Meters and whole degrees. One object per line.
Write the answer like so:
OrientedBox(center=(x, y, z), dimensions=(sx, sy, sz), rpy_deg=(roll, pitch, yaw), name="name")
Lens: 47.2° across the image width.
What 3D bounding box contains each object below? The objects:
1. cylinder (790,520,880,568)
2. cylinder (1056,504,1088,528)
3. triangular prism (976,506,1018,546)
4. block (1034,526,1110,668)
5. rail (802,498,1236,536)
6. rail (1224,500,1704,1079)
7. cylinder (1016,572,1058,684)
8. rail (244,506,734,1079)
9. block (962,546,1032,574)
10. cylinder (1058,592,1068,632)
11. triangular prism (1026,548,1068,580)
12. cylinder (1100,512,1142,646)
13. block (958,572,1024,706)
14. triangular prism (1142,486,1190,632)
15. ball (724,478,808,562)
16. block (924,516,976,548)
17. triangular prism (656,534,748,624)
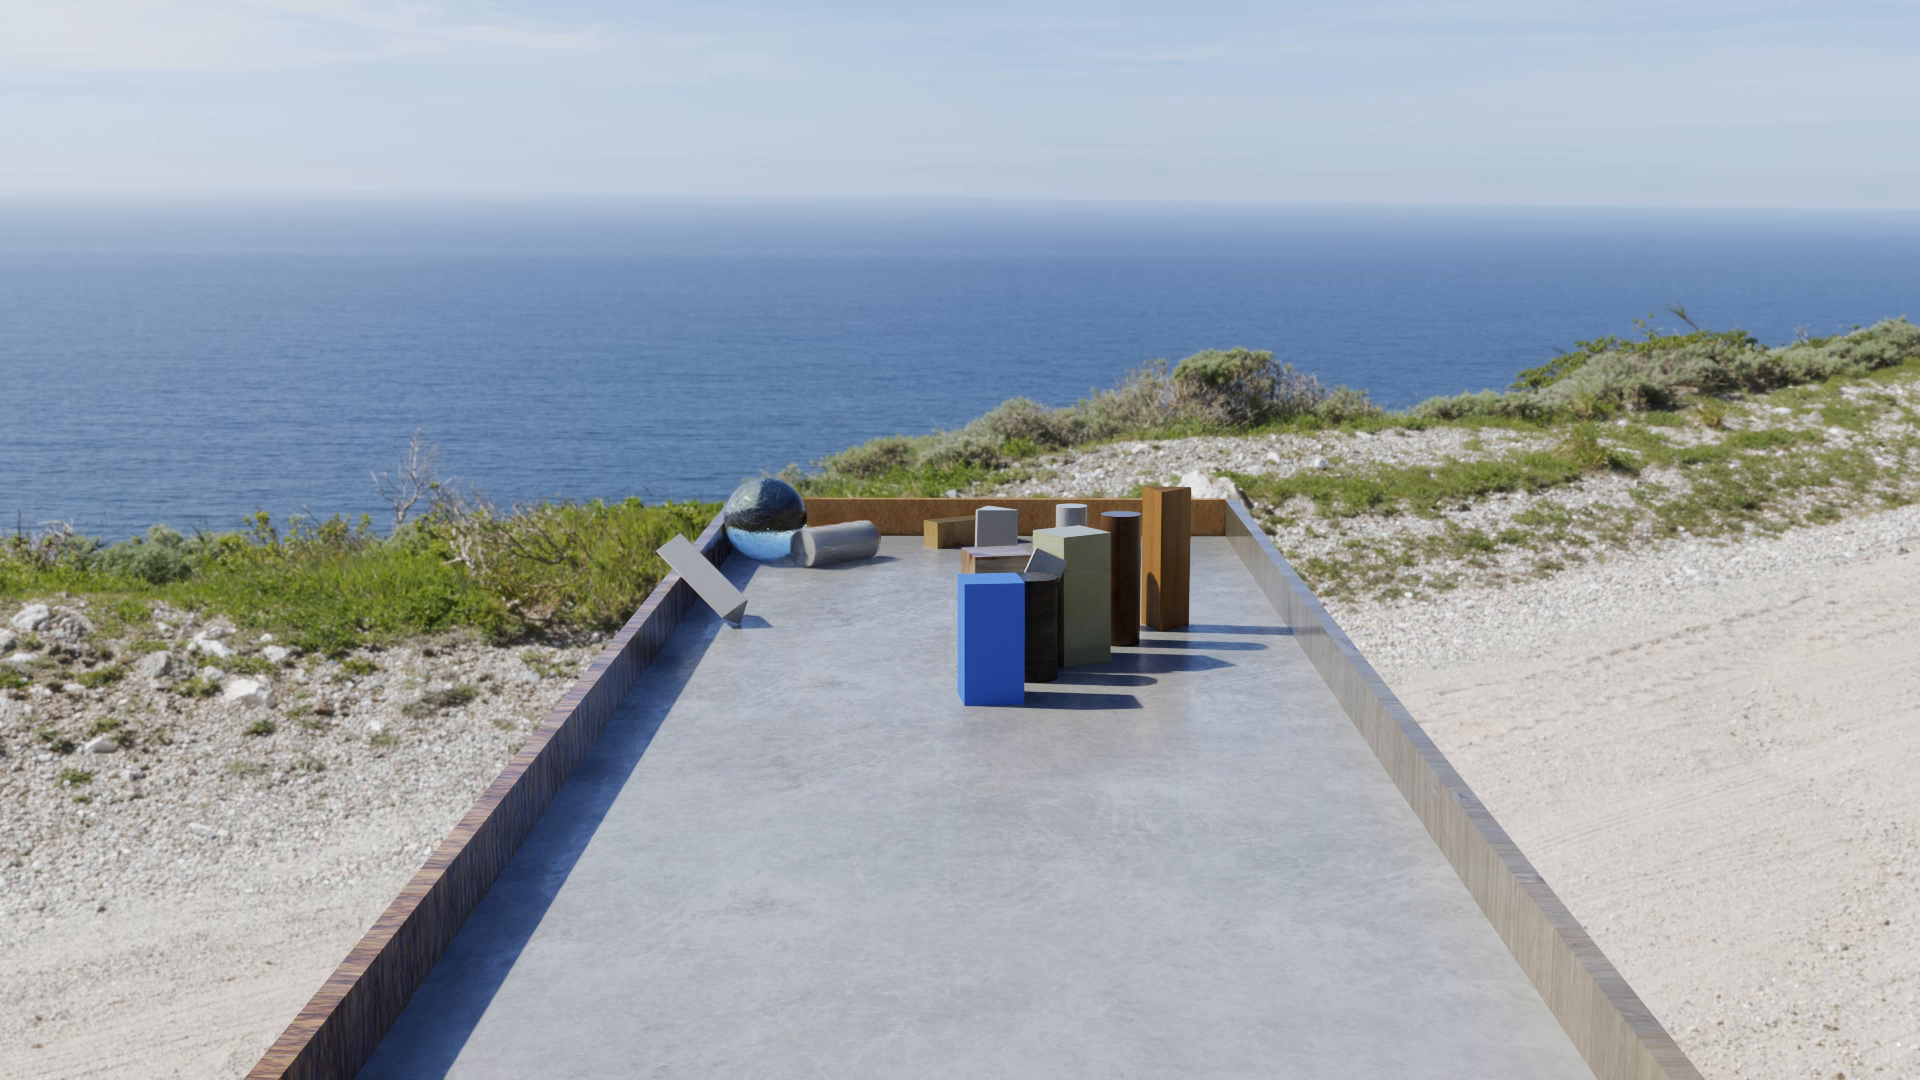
OrientedBox(center=(-0.480, 0.014, 8.452), dimensions=(0.147, 0.147, 0.329), rpy_deg=(9, 13, 44), name="cylinder")
OrientedBox(center=(0.363, 0.086, 7.189), dimensions=(0.102, 0.400, 0.102), rpy_deg=(0, 9, 0), name="cylinder")
OrientedBox(center=(0.102, 0.088, 7.202), dimensions=(0.140, 0.389, 0.121), rpy_deg=(0, 8, -14), name="triangular prism")
OrientedBox(center=(0.340, 0.168, 6.679), dimensions=(0.169, 0.395, 0.169), rpy_deg=(-6, 11, -30), name="block")
OrientedBox(center=(0.099, -0.098, 9.147), dimensions=(2.100, 0.150, 0.050), rpy_deg=(0, 9, 1), name="rail")
OrientedBox(center=(1.046, 0.843, 3.208), dimensions=(0.050, 0.150, 12.000), rpy_deg=(0, 9, 1), name="rail")
OrientedBox(center=(0.210, 0.255, 6.436), dimensions=(0.153, 0.301, 0.153), rpy_deg=(0, 9, 0), name="cylinder")
OrientedBox(center=(-1.004, 0.839, 3.234), dimensions=(0.050, 0.150, 12.000), rpy_deg=(0, 9, 1), name="rail")
OrientedBox(center=(0.111, 0.198, 6.702), dimensions=(0.178, 0.331, 0.178), rpy_deg=(-2, 10, -13), name="block")
OrientedBox(center=(0.172, 0.243, 7.074), dimensions=(0.333, 0.125, 0.125), rpy_deg=(-3, 10, -21), name="cylinder")
OrientedBox(center=(0.194, 0.204, 6.563), dimensions=(0.105, 0.360, 0.091), rpy_deg=(24, 2, -6), name="triangular prism")
OrientedBox(center=(0.505, 0.122, 6.927), dimensions=(0.127, 0.412, 0.127), rpy_deg=(0, 9, 0), name="cylinder")
OrientedBox(center=(0.086, 0.277, 6.168), dimensions=(0.168, 0.343, 0.168), rpy_deg=(-1, 9, -7), name="block")
OrientedBox(center=(0.652, 0.055, 7.197), dimensions=(0.134, 0.458, 0.155), rpy_deg=(8, 12, 40), name="triangular prism")
OrientedBox(center=(-0.749, -0.080, 8.478), dimensions=(0.324, 0.324, 0.324), rpy_deg=(0, 9, 0), name="ball")
OrientedBox(center=(0.028, -0.037, 8.913), dimensions=(0.345, 0.104, 0.104), rpy_deg=(-6, 11, -32), name="block")
OrientedBox(center=(-0.844, 0.121, 7.303), dimensions=(0.377, 0.089, 0.103), rpy_deg=(42, 9, 30), name="triangular prism")
